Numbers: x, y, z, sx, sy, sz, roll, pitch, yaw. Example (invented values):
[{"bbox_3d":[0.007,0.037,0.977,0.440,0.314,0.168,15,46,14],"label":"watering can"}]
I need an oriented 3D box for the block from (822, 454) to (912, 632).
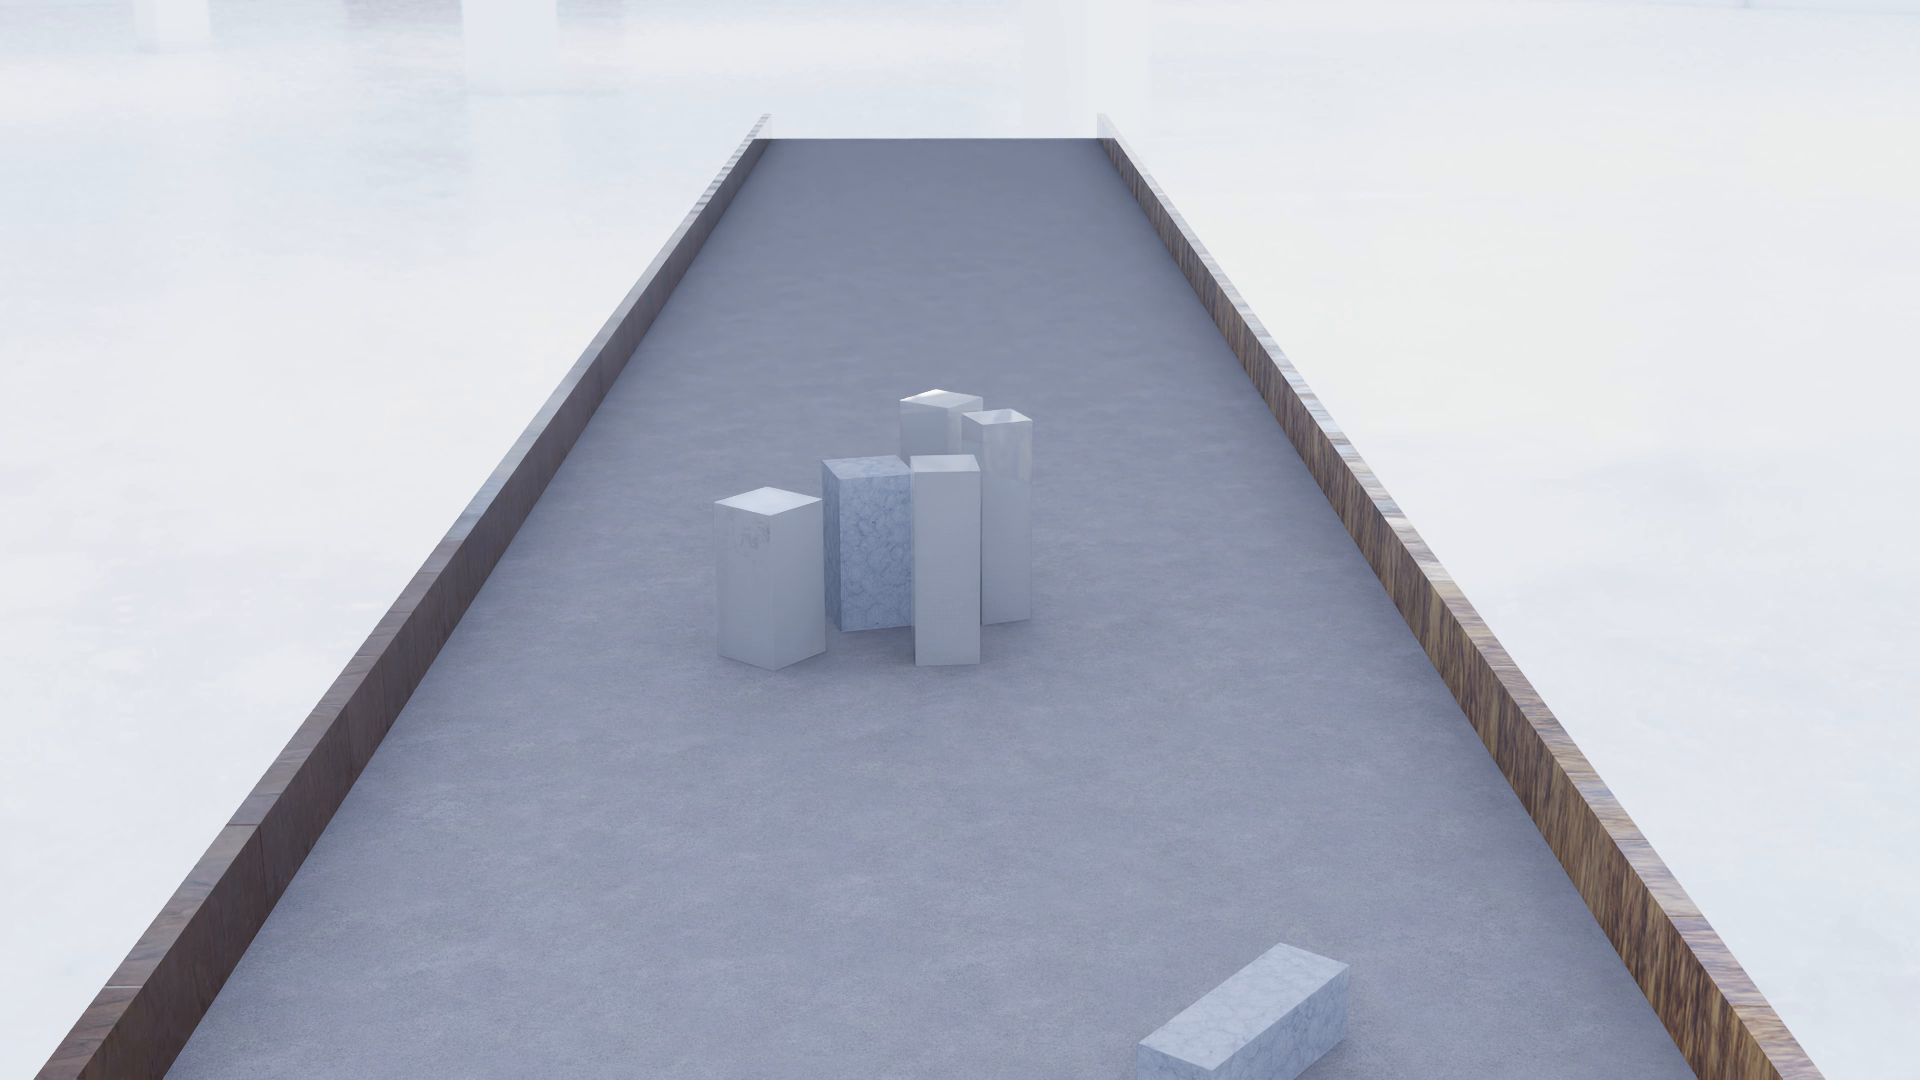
[{"bbox_3d":[-0.192,0.005,4.631,0.161,0.329,0.161,-5,17,-15],"label":"block"}]

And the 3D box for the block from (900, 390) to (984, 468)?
[{"bbox_3d":[-0.041,-0.115,4.894,0.131,0.409,0.131,12,20,34],"label":"block"}]

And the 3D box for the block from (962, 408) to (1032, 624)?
[{"bbox_3d":[0.076,-0.049,4.633,0.112,0.433,0.112,-7,18,-21],"label":"block"}]

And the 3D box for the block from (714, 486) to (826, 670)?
[{"bbox_3d":[-0.381,0.075,4.413,0.153,0.320,0.153,13,21,37],"label":"block"}]

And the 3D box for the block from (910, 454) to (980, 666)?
[{"bbox_3d":[-0.030,0.040,4.393,0.128,0.399,0.128,-1,17,-5],"label":"block"}]

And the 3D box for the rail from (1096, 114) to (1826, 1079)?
[{"bbox_3d":[0.932,-0.844,7.801,0.050,0.150,12.000,0,17,-1],"label":"rail"}]

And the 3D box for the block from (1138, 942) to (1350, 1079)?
[{"bbox_3d":[0.372,0.649,2.856,0.107,0.107,0.347,13,21,36],"label":"block"}]

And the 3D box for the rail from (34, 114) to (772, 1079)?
[{"bbox_3d":[-1.118,-0.838,7.780,0.050,0.150,12.000,0,17,-1],"label":"rail"}]
